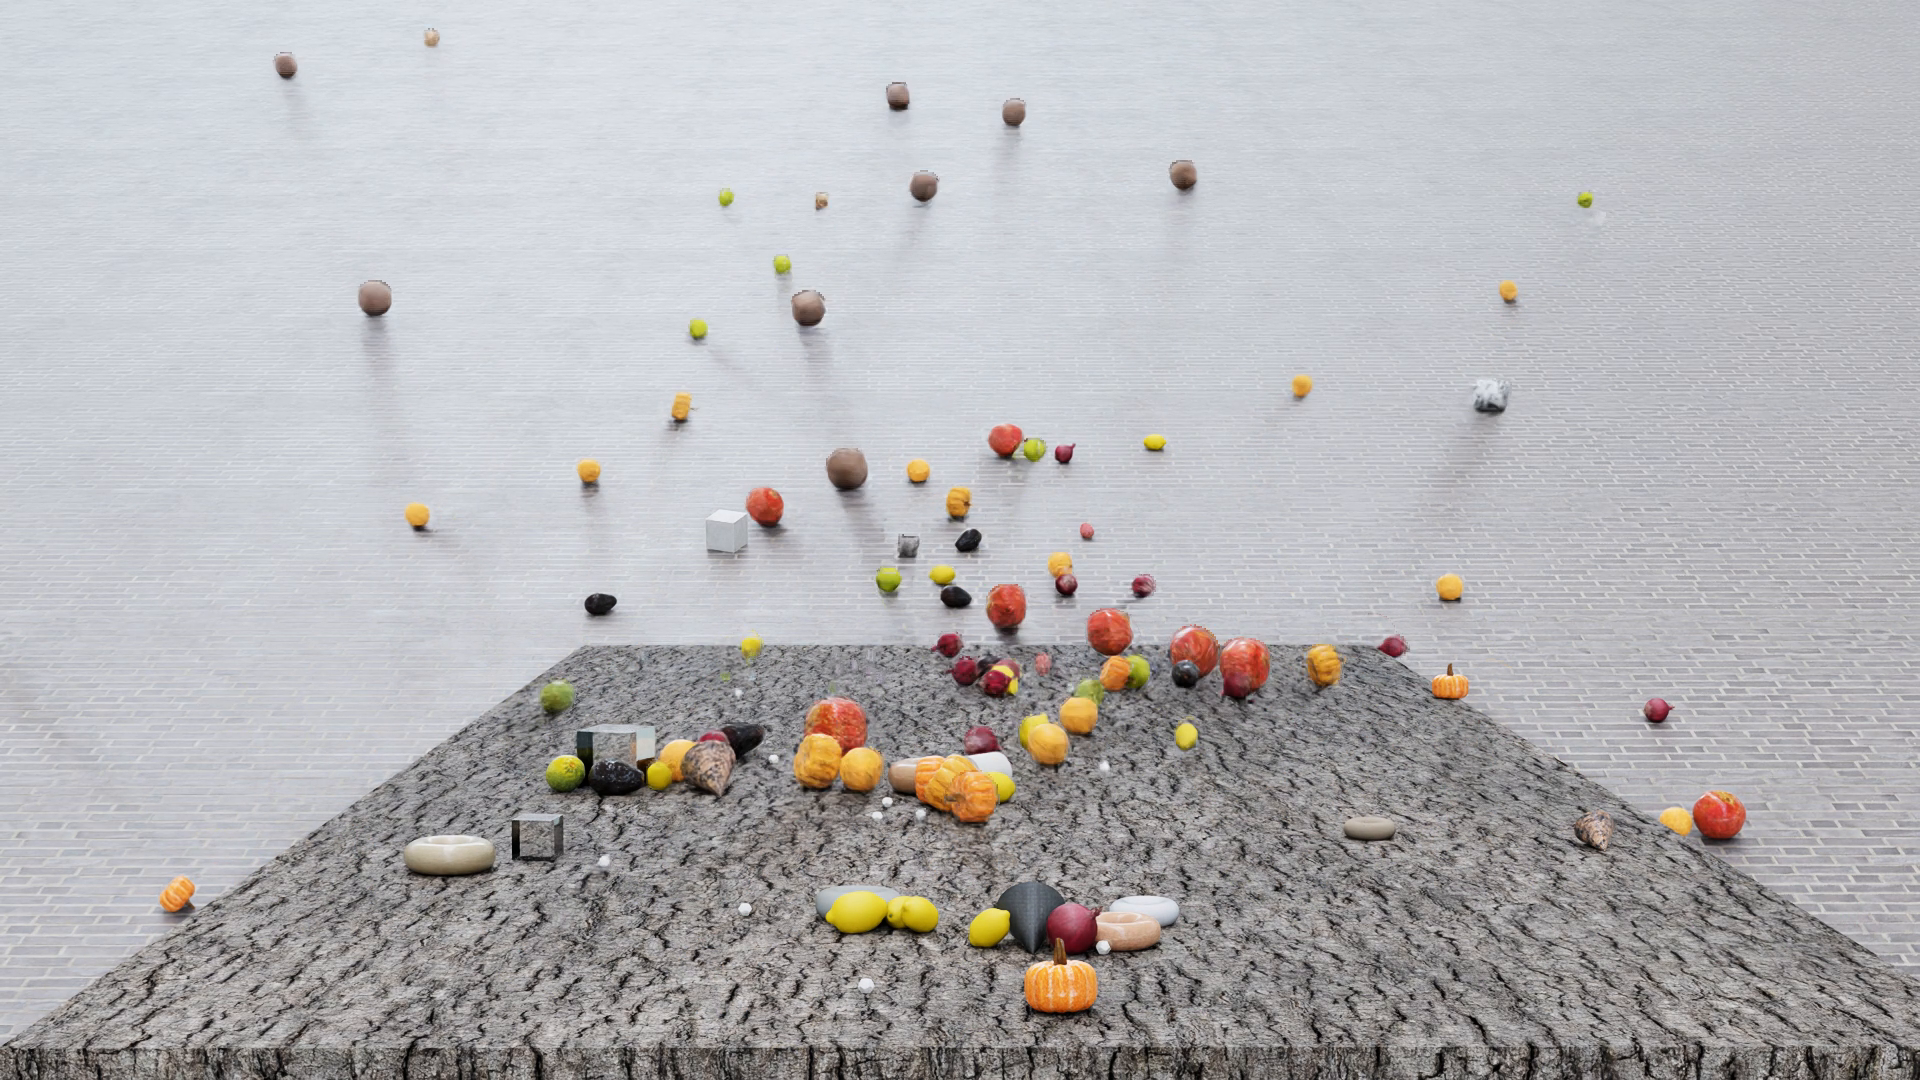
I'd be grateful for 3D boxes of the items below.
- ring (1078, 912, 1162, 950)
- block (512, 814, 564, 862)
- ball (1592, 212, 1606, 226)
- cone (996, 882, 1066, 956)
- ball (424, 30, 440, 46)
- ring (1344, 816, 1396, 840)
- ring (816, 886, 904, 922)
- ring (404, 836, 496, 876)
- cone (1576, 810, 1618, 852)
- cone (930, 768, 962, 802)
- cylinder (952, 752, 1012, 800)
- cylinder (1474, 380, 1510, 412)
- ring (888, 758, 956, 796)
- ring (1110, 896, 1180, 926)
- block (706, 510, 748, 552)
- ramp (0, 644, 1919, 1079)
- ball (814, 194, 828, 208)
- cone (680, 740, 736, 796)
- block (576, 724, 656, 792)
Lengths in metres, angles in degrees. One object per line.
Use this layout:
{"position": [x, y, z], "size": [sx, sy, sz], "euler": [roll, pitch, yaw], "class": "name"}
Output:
{"position": [0.187, 0.457, 3.001], "size": [0.097, 0.032, 0.097], "euler": [-1, 4, 0], "class": "ring"}
{"position": [-0.586, 0.412, 3.563], "size": [0.056, 0.056, 0.056], "euler": [1, 3, 9], "class": "block"}
{"position": [2.774, -1.393, 11.150], "size": [0.053, 0.053, 0.053], "euler": [0, 21, 0], "class": "ball"}
{"position": [0.084, 0.455, 2.982], "size": [0.083, 0.083, 0.083], "euler": [0, 30, 0], "class": "cone"}
{"position": [-3.169, -3.004, 15.392], "size": [0.094, 0.094, 0.094], "euler": [0, 21, 0], "class": "ball"}
{"position": [0.594, 0.418, 3.721], "size": [0.075, 0.025, 0.075], "euler": [-1, 4, 0], "class": "ring"}
{"position": [-0.124, 0.446, 3.149], "size": [0.109, 0.036, 0.109], "euler": [1, 0, 0], "class": "ring"}
{"position": [-0.689, 0.426, 3.470], "size": [0.123, 0.041, 0.123], "euler": [1, 2, 0], "class": "ring"}
{"position": [0.903, 0.423, 3.625], "size": [0.058, 0.058, 0.058], "euler": [2, 41, 5], "class": "cone"}
{"position": [-0.023, 0.384, 4.064], "size": [0.052, 0.052, 0.052], "euler": [0, 3, 0], "class": "cone"}
{"position": [0.035, 0.375, 4.087], "size": [0.069, 0.069, 0.069], "euler": [-3, 17, -44], "class": "cylinder"}
{"position": [1.793, -0.489, 8.670], "size": [0.099, 0.099, 0.099], "euler": [8, 22, 22], "class": "cylinder"}
{"position": [-0.045, 0.382, 4.151], "size": [0.144, 0.048, 0.144], "euler": [1, 3, 0], "class": "ring"}
{"position": [0.224, 0.452, 3.120], "size": [0.086, 0.029, 0.086], "euler": [-1, 2, 0], "class": "ring"}
{"position": [-0.676, -0.027, 7.452], "size": [0.090, 0.090, 0.090], "euler": [8, 22, 21], "class": "block"}
{"position": [0.048, 0.433, 4.532], "size": [2.000, 0.100, 4.000], "euler": [0, 3, 0], "class": "ramp"}
{"position": [-0.620, -1.510, 11.442], "size": [0.067, 0.067, 0.067], "euler": [0, 21, 0], "class": "ball"}
{"position": [-0.395, 0.386, 4.135], "size": [0.092, 0.092, 0.092], "euler": [-7, 32, -17], "class": "cone"}
{"position": [-0.563, 0.355, 4.204], "size": [0.095, 0.095, 0.095], "euler": [1, 4, 18], "class": "block"}
